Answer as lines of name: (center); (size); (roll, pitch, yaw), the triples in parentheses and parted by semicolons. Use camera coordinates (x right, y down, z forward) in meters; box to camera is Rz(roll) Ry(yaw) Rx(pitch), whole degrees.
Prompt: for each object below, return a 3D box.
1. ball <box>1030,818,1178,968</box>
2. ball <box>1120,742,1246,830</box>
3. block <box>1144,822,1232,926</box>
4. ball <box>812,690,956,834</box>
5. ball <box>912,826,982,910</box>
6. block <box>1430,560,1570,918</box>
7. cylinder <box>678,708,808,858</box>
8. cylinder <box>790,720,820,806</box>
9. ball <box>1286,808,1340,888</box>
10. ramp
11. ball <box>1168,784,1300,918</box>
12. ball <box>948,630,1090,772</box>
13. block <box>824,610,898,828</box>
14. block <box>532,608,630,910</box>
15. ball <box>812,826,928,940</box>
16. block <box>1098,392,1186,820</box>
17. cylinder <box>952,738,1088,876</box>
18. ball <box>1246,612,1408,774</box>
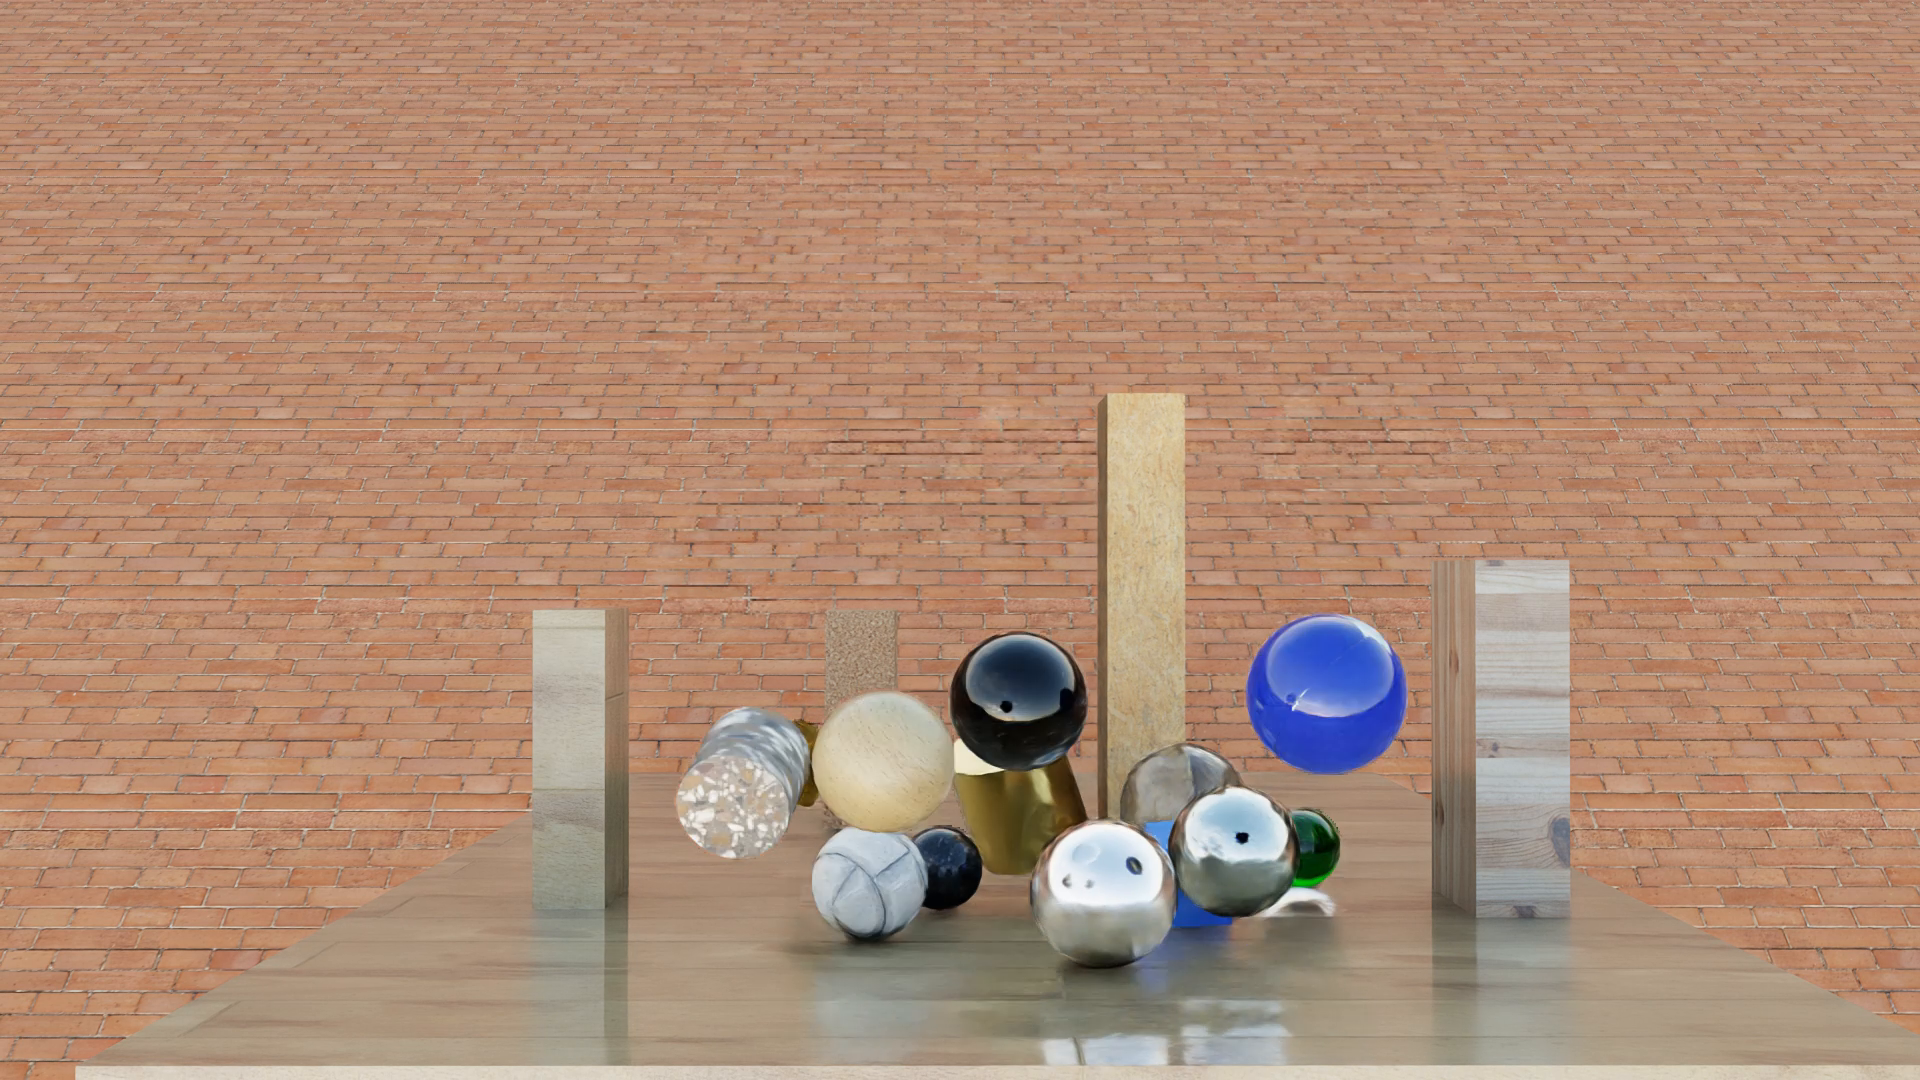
ball: (0.189, 0.463, 3.397); (0.195, 0.195, 0.195); (0, 32, 0)
ball: (0.343, 0.409, 3.961); (0.198, 0.198, 0.198); (0, 32, 0)
block: (0.337, 0.491, 3.820); (0.112, 0.112, 0.112); (0, 23, -16)
ball: (-0.083, 0.242, 2.832); (0.157, 0.157, 0.157); (0, 32, 0)
ball: (-0.029, 0.503, 3.975); (0.128, 0.128, 0.128); (0, 32, 0)
block: (0.844, 0.300, 4.070); (0.141, 0.536, 0.366); (0, -1, 0)
cylinder: (-0.261, 0.293, 3.145); (0.137, 0.137, 0.137); (3, 19, 5)
cylinder: (-0.279, 0.395, 4.583); (0.109, 0.109, 0.109); (30, 11, -6)
ball: (0.561, 0.506, 4.262); (0.130, 0.130, 0.130); (0, 32, 0)
ramp: (0.071, 0.626, 4.718); (2.000, 0.100, 4.000); (0, -1, 0)
ball: (0.387, 0.440, 3.663); (0.187, 0.187, 0.187); (0, 32, 0)
ball: (0.075, 0.204, 3.288); (0.178, 0.178, 0.178); (0, 32, 0)
block: (-0.203, 0.365, 5.376); (0.141, 0.439, 0.281); (0, -1, 0)
block: (-0.602, 0.340, 4.132); (0.111, 0.460, 0.293); (0, -1, 0)
ball: (-0.127, 0.481, 3.658); (0.164, 0.164, 0.164); (0, 32, 0)
block: (0.292, 0.171, 4.209); (0.121, 0.799, 0.292); (0, -1, 0)
cylinder: (0.094, 0.409, 4.179); (0.189, 0.189, 0.189); (-16, 21, 6)
ball: (0.452, 0.189, 3.195); (0.199, 0.199, 0.199); (0, 32, 0)
